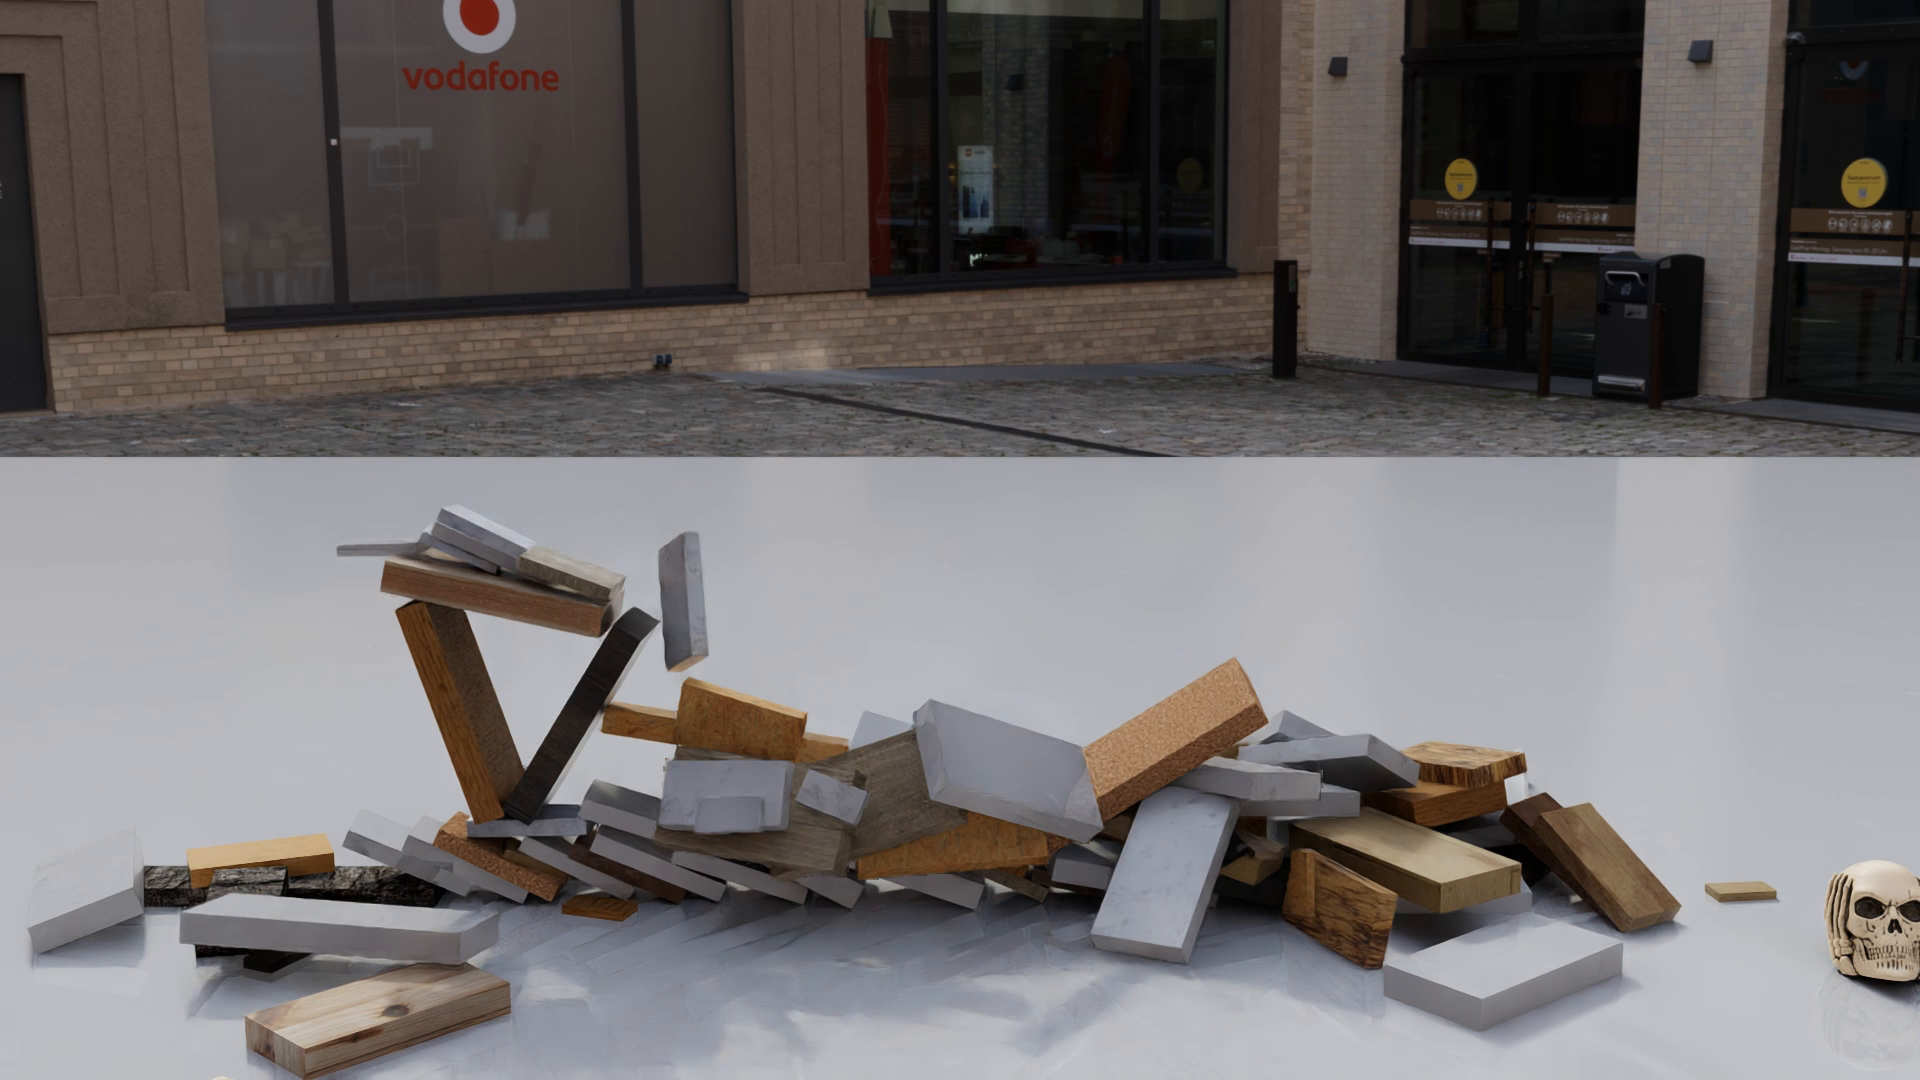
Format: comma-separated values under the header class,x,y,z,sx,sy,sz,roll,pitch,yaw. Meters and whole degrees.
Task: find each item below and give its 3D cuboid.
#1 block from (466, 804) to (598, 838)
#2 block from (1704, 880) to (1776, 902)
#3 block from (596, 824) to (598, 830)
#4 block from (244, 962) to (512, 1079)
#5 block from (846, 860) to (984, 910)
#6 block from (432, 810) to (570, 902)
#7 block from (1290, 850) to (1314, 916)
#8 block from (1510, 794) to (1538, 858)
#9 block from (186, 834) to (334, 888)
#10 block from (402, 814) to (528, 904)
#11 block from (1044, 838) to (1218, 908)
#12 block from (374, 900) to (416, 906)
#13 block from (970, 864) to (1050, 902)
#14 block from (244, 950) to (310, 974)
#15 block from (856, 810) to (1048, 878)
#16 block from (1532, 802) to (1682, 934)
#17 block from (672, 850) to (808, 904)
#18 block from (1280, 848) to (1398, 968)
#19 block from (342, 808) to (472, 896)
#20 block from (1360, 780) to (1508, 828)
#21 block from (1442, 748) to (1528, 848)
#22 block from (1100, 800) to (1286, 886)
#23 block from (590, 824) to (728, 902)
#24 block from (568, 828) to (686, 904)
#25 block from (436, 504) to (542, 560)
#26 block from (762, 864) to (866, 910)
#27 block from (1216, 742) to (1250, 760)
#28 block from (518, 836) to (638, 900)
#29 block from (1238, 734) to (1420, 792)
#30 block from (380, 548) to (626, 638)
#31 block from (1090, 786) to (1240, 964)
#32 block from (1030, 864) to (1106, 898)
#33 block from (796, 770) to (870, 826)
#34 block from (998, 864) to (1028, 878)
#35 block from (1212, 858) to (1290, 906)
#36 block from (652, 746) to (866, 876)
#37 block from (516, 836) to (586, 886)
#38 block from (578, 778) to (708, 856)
class,x,y,z,sx,sy,sz,roll,pitch,yaw
block,-0.707,0.465,3.649,0.199,0.028,0.099,-2,8,4
block,1.299,0.585,3.659,0.101,0.014,0.050,-1,11,-7
block,-0.548,0.511,4.016,0.105,0.030,0.210,9,14,40
block,-0.820,0.670,3.110,0.163,0.046,0.326,10,15,43
block,-0.118,0.516,3.657,0.322,0.046,0.161,19,10,-3
block,-0.756,0.524,3.650,0.216,0.031,0.108,26,9,0
block,0.541,0.541,3.470,0.014,0.100,0.050,2,-5,-22
block,0.991,0.494,3.874,0.133,0.038,0.265,-4,11,-22
block,-1.174,0.537,3.688,0.228,0.032,0.114,-4,11,-22
block,-0.811,0.530,3.660,0.216,0.031,0.108,25,9,-5
block,0.279,0.544,3.645,0.279,0.040,0.140,11,10,-8
block,-0.910,0.608,3.519,0.067,0.019,0.133,-2,11,-10
block,0.061,0.542,3.660,0.178,0.025,0.089,24,10,-3
block,-1.042,0.636,3.379,0.054,0.015,0.109,5,12,24
block,-0.018,0.452,3.527,0.302,0.151,0.043,-4,-23,-6
block,1.051,0.531,3.580,0.117,0.033,0.234,-7,43,-32
block,-0.360,0.539,3.662,0.229,0.032,0.114,18,10,-3
block,0.589,0.572,3.432,0.033,0.117,0.234,8,6,-26
block,-0.909,0.519,3.655,0.216,0.031,0.108,24,10,-9
block,0.786,0.434,3.837,0.174,0.049,0.347,-11,6,-16
block,0.923,0.456,3.859,0.140,0.040,0.281,-12,17,17
block,0.380,0.489,3.612,0.279,0.040,0.140,17,11,24
block,-0.497,0.526,3.659,0.229,0.032,0.114,23,10,-7
block,-0.546,0.539,3.655,0.199,0.028,0.099,23,10,-4
block,-0.773,-0.012,3.615,0.158,0.022,0.079,25,7,4
block,-0.307,0.496,3.653,0.322,0.046,0.161,27,10,-4
block,0.338,0.389,3.840,0.317,0.045,0.158,-5,5,-39
block,-0.628,0.533,3.663,0.199,0.028,0.099,25,9,-1
block,0.629,0.389,3.773,0.142,0.040,0.283,31,-28,-34
block,-0.746,0.083,3.605,0.359,0.051,0.180,12,8,1
block,0.326,0.521,3.463,0.149,0.042,0.298,5,47,26
block,0.206,0.561,3.654,0.178,0.025,0.089,12,10,-2
block,-0.196,0.398,3.396,0.108,0.054,0.015,18,-13,26
block,0.025,0.502,3.641,0.178,0.025,0.089,23,10,-7
block,0.471,0.550,3.614,0.279,0.040,0.140,12,10,-2
block,-0.317,0.425,3.466,0.319,0.159,0.045,5,-18,23
block,-0.707,0.551,3.797,0.207,0.029,0.103,6,12,30
block,-0.508,0.459,3.639,0.229,0.032,0.114,17,10,-3
